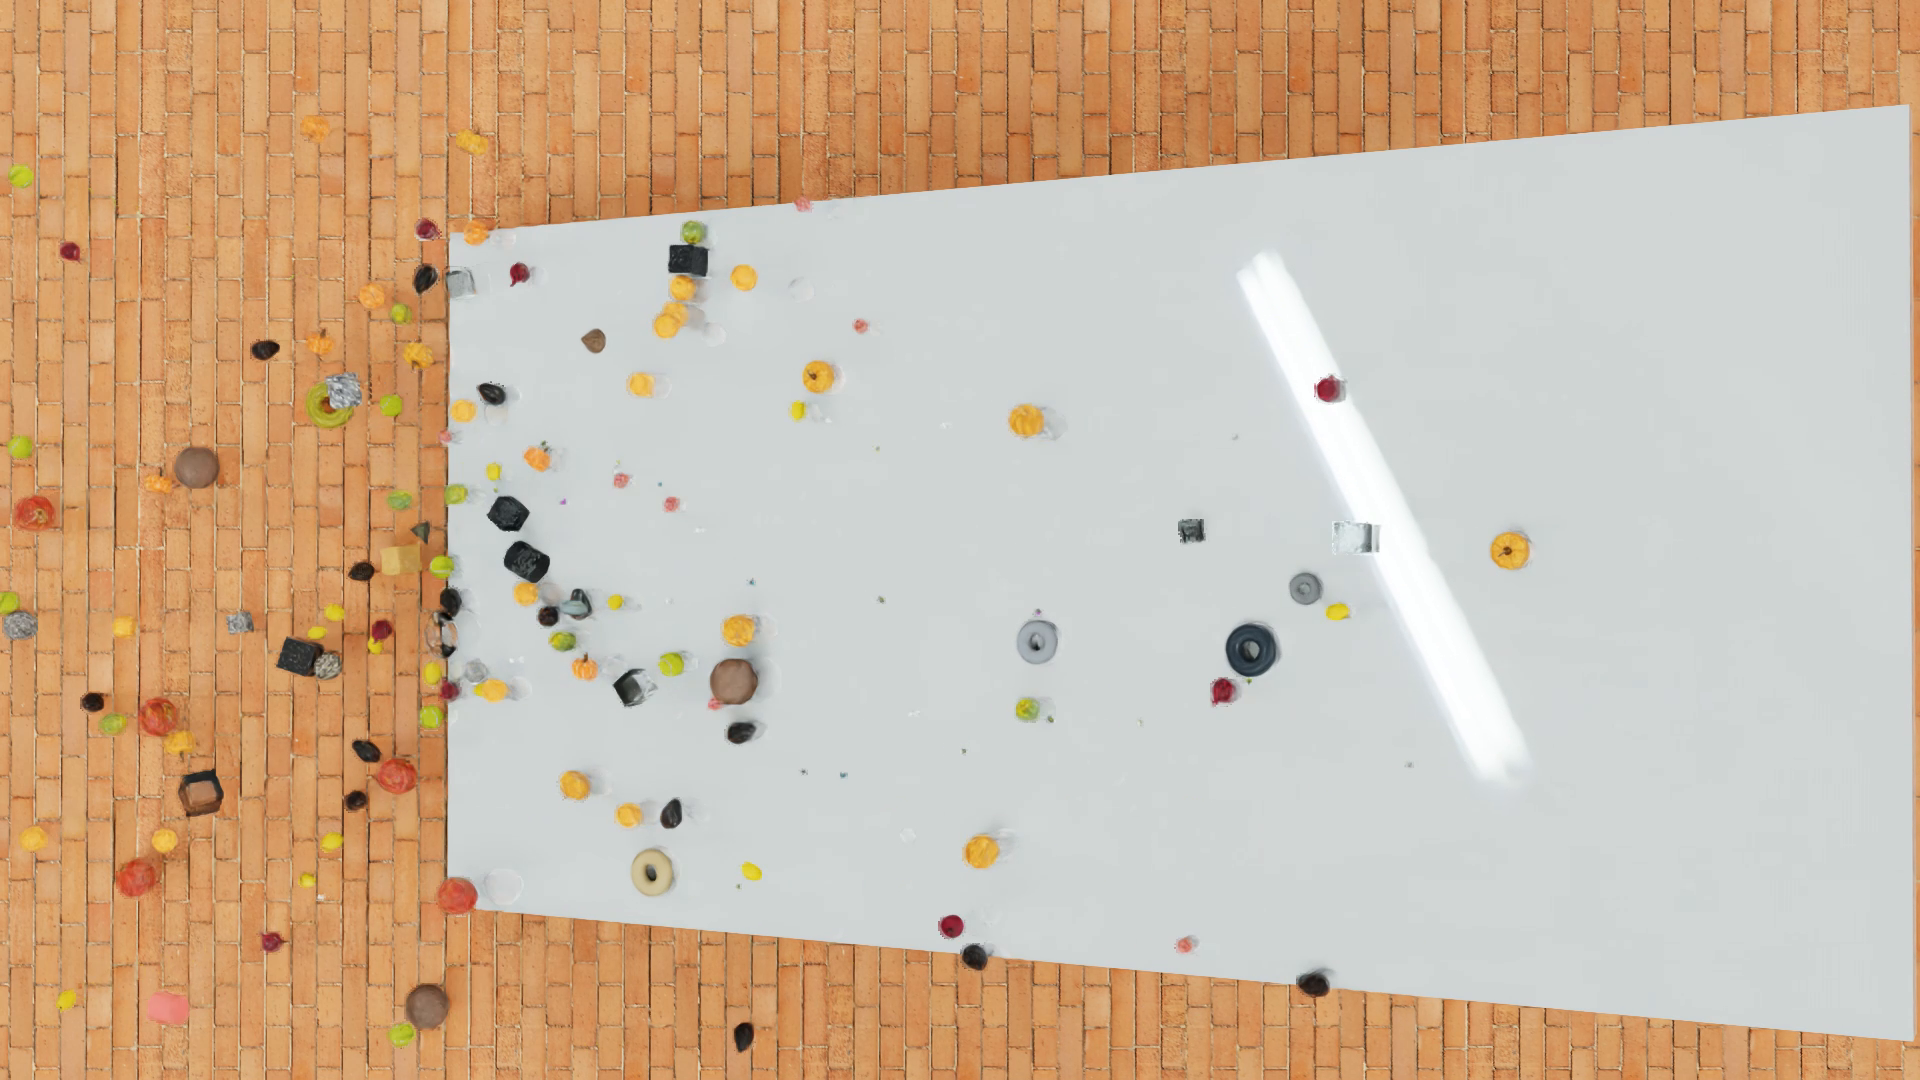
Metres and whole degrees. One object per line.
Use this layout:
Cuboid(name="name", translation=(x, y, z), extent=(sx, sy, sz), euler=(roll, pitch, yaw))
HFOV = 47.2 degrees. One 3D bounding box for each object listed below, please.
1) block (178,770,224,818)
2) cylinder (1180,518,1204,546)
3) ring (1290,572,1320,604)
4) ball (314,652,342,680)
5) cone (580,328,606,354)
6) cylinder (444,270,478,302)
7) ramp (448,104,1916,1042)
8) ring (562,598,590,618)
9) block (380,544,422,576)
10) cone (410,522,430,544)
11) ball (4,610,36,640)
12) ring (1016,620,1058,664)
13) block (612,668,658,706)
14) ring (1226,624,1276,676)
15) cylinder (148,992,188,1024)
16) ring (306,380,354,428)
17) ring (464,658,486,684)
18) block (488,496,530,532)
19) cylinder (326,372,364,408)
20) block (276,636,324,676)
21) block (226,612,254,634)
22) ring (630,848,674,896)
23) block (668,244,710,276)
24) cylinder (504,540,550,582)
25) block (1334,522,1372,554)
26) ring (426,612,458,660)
Cuboid(name="block", translation=(-2.255, 0.754, 6.532), extent=(0.093, 0.093, 0.093), euler=(-10, 56, -38))
Cuboid(name="cylinder", translation=(0.571, -0.020, 5.419), extent=(0.053, 0.053, 0.053), euler=(-11, 78, 0))
Cuboid(name="ring", translation=(0.831, 0.117, 5.300), extent=(0.078, 0.026, 0.078), euler=(0, 91, 28))
Cuboid(name="ball", translation=(-1.888, 0.378, 6.568), extent=(0.084, 0.084, 0.084), euler=(0, 89, 0))
Cuboid(name="cone", translation=(-1.060, -0.570, 6.263), extent=(0.072, 0.072, 0.072), euler=(0, 89, 27))
Cuboid(name="cylinder", translation=(-1.469, -0.749, 6.472), extent=(0.076, 0.076, 0.076), euler=(-18, 99, 0))
Cuboid(name="ramp", translation=(0.278, 0.078, 5.658), extent=(4.000, 0.100, 2.000), euler=(0, 89, 27))
Cuboid(name="ring", translation=(-1.079, 0.190, 6.164), extent=(0.080, 0.080, 0.027), euler=(-7, 118, 0))
Cuboid(name="block", translation=(-1.669, 0.060, 6.568), extent=(0.080, 0.080, 0.080), euler=(-6, 90, 37))
Cuboid(name="cone", translation=(-1.601, -0.014, 6.567), extent=(0.065, 0.065, 0.065), euler=(-19, 101, 0))
Cuboid(name="ball", translation=(-2.813, 0.254, 6.577), extent=(0.088, 0.088, 0.088), euler=(0, 89, 0))
Cuboid(name="ring", translation=(0.197, 0.263, 5.621), extent=(0.114, 0.038, 0.114), euler=(-1, 89, 26))
Cuboid(name="block", translation=(-0.911, 0.413, 6.173), extent=(0.075, 0.075, 0.075), euler=(-40, 72, 21))
Cuboid(name="ring", translation=(0.708, 0.268, 5.352), extent=(0.131, 0.044, 0.131), euler=(-1, 87, 28))
Cuboid(name="cylinder", translation=(-2.323, 1.371, 6.449), extent=(0.082, 0.082, 0.082), euler=(4, 89, 28))
Cuboid(name="ring", translation=(-1.893, -0.408, 6.606), extent=(0.148, 0.049, 0.148), euler=(0, 88, -1))
Cuboid(name="ring", translation=(-1.426, 0.386, 6.470), extent=(0.076, 0.025, 0.076), euler=(-1, 88, 26))
Cuboid(name="block", translation=(-1.311, -0.076, 6.387), extent=(0.073, 0.073, 0.073), euler=(41, 107, 22))
Cuboid(name="cylinder", translation=(-1.810, -0.439, 6.467), extent=(0.092, 0.092, 0.092), euler=(-7, 101, 0))
Cuboid(name="block", translation=(-1.971, 0.348, 6.575), extent=(0.093, 0.093, 0.093), euler=(19, 89, 0))
Cuboid(name="block", translation=(-2.160, 0.249, 6.594), extent=(0.058, 0.058, 0.058), euler=(-14, 89, 0))
Cuboid(name="ring", translation=(-0.863, 0.932, 6.161), extent=(0.134, 0.045, 0.134), euler=(0, 89, 26))
Cuboid(name="block", translation=(-0.753, -0.776, 6.103), extent=(0.077, 0.077, 0.077), euler=(7, 93, 27))
Cuboid(name="cylinder", translation=(-1.249, 0.063, 6.343), extent=(0.092, 0.092, 0.092), euler=(28, 89, 25))
Cuboid(name="block", translation=(0.934, -0.004, 5.222), extent=(0.071, 0.071, 0.071), euler=(1, 90, 27))
Cuboid(name="ring", translation=(-1.532, 0.281, 6.496), extent=(0.048, 0.143, 0.143), euler=(-6, 89, -44))
